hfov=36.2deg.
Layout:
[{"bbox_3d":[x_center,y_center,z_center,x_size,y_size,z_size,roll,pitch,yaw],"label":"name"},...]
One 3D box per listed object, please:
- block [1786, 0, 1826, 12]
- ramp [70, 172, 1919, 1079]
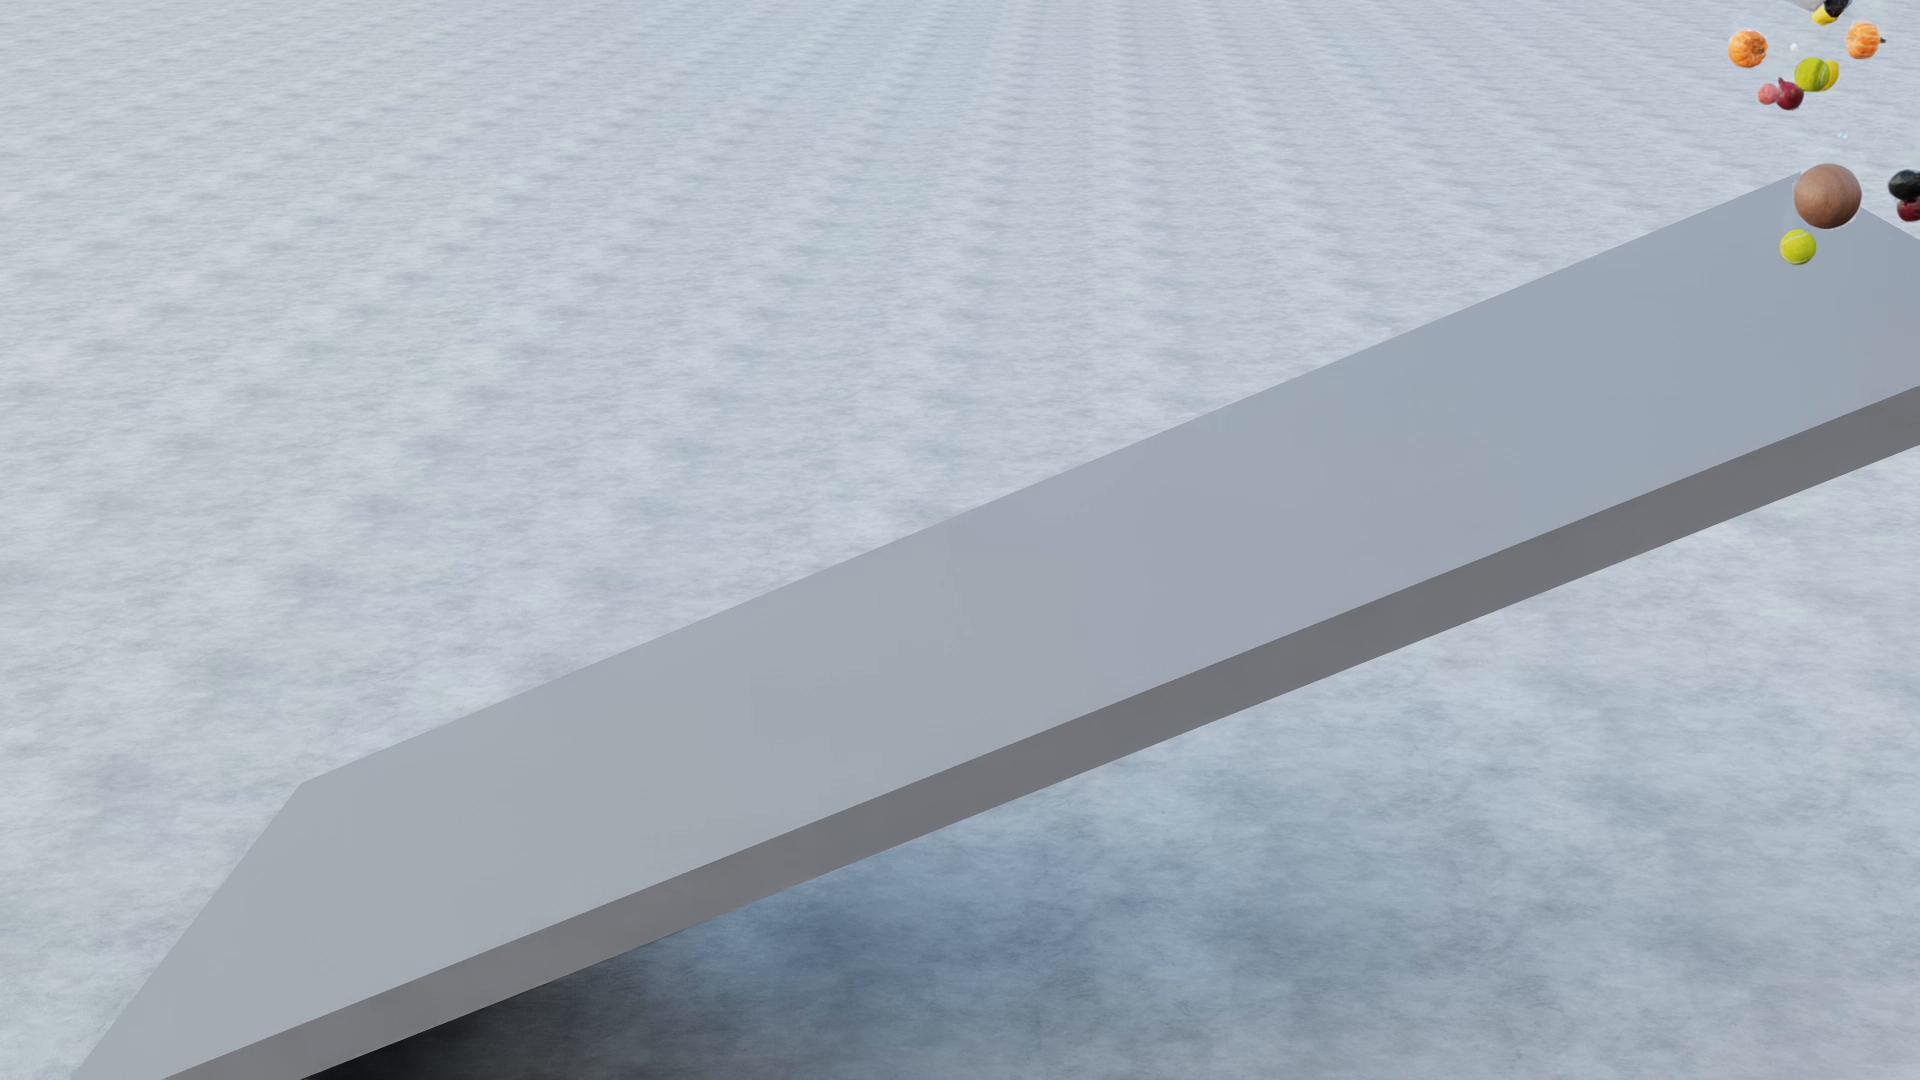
[{"bbox_3d":[1.623,-1.079,5.625,0.086,0.086,0.086,23,-16,-3],"label":"block"},{"bbox_3d":[0.129,0.171,6.286,4.000,0.100,2.000,-22,13,8],"label":"ramp"}]
